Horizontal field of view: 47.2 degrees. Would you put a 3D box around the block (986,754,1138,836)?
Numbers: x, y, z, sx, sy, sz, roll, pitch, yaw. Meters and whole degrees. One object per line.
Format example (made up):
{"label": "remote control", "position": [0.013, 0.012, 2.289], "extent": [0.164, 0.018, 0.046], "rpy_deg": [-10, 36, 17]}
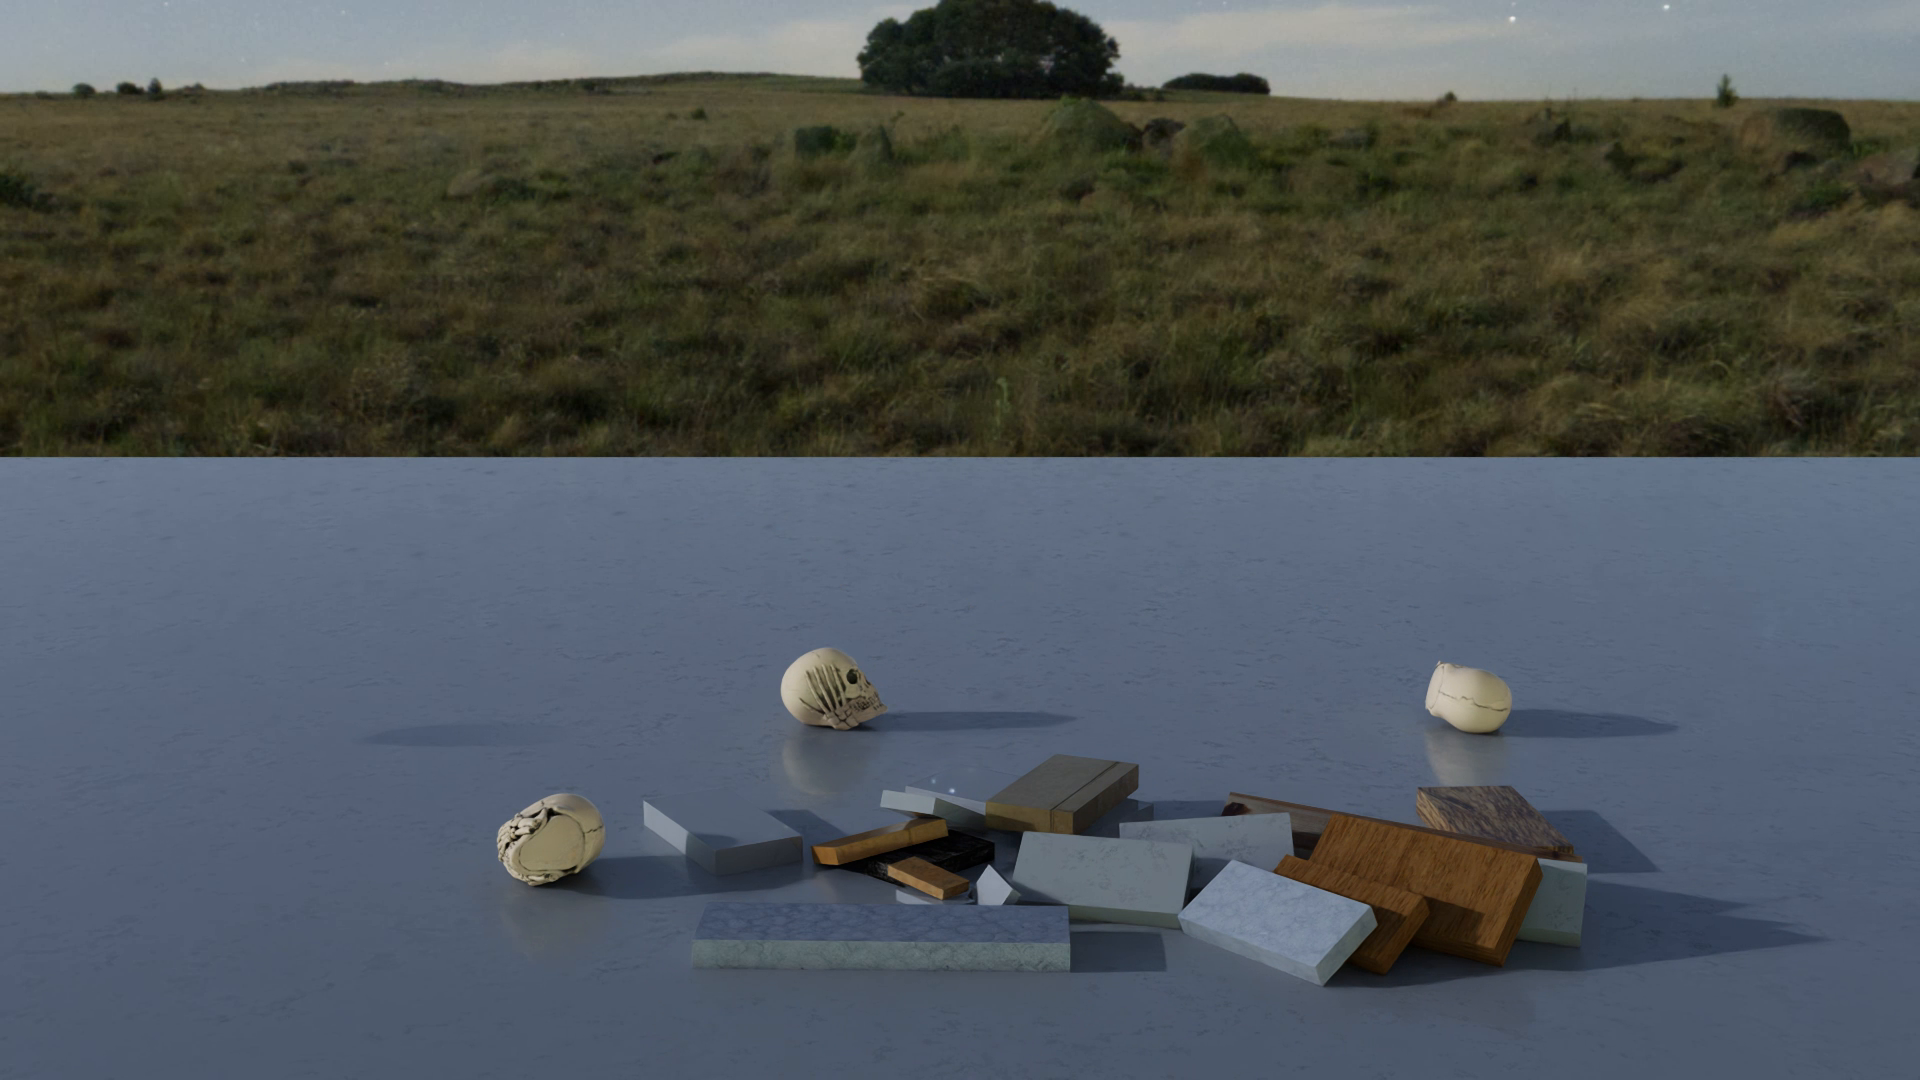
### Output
{"label": "block", "position": [0.188, 0.460, 3.969], "extent": [0.165, 0.047, 0.329], "rpy_deg": [5, 12, 24]}

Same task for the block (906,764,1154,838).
{"label": "block", "position": [0.125, 0.493, 4.053], "extent": [0.433, 0.050, 0.177], "rpy_deg": [8, 13, 35]}

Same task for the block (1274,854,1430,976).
{"label": "block", "position": [0.583, 0.582, 3.428], "extent": [0.266, 0.038, 0.133], "rpy_deg": [11, 49, 47]}

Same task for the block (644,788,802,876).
{"label": "block", "position": [-0.427, 0.518, 3.929], "extent": [0.165, 0.047, 0.329], "rpy_deg": [-6, 12, -29]}

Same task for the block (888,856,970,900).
{"label": "block", "position": [-0.053, 0.560, 3.646], "extent": [0.126, 0.018, 0.063], "rpy_deg": [17, 19, 40]}

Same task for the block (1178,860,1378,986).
{"label": "block", "position": [0.488, 0.588, 3.400], "extent": [0.141, 0.040, 0.283], "rpy_deg": [-40, 31, -28]}

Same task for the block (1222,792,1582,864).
{"label": "block", "position": [0.718, 0.527, 3.639], "extent": [0.589, 0.038, 0.133], "rpy_deg": [9, 38, 19]}

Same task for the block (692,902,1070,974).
{"label": "block", "position": [-0.118, 0.615, 3.408], "extent": [0.573, 0.047, 0.165], "rpy_deg": [0, 11, 2]}

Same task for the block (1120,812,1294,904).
{"label": "block", "position": [0.408, 0.527, 3.627], "extent": [0.283, 0.040, 0.141], "rpy_deg": [-4, 45, 6]}

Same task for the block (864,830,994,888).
{"label": "block", "position": [-0.052, 0.550, 3.801], "extent": [0.107, 0.030, 0.213], "rpy_deg": [10, 14, 43]}

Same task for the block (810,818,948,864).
{"label": "block", "position": [-0.140, 0.523, 3.823], "extent": [0.213, 0.030, 0.107], "rpy_deg": [-11, -1, -27]}

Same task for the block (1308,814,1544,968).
{"label": "block", "position": [0.719, 0.550, 3.480], "extent": [0.354, 0.050, 0.177], "rpy_deg": [8, 51, 37]}

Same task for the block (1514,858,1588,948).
{"label": "block", "position": [0.855, 0.565, 3.497], "extent": [0.266, 0.038, 0.133], "rpy_deg": [4, 47, 18]}

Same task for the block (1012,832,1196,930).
{"label": "block", "position": [0.231, 0.551, 3.574], "extent": [0.283, 0.040, 0.141], "rpy_deg": [3, 44, 14]}

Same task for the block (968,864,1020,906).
{"label": "block", "position": [0.055, 0.577, 3.571], "extent": [0.018, 0.063, 0.126], "rpy_deg": [34, -1, -20]}

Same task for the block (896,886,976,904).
{"label": "block", "position": [-0.040, 0.592, 3.611], "extent": [0.063, 0.018, 0.126], "rpy_deg": [-9, 14, -41]}

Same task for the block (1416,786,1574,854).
{"label": "block", "position": [0.950, 0.516, 3.929], "extent": [0.177, 0.050, 0.354], "rpy_deg": [-1, 11, -3]}

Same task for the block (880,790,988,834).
{"label": "block", "position": [-0.042, 0.484, 3.911], "extent": [0.107, 0.030, 0.213], "rpy_deg": [4, -14, 29]}
